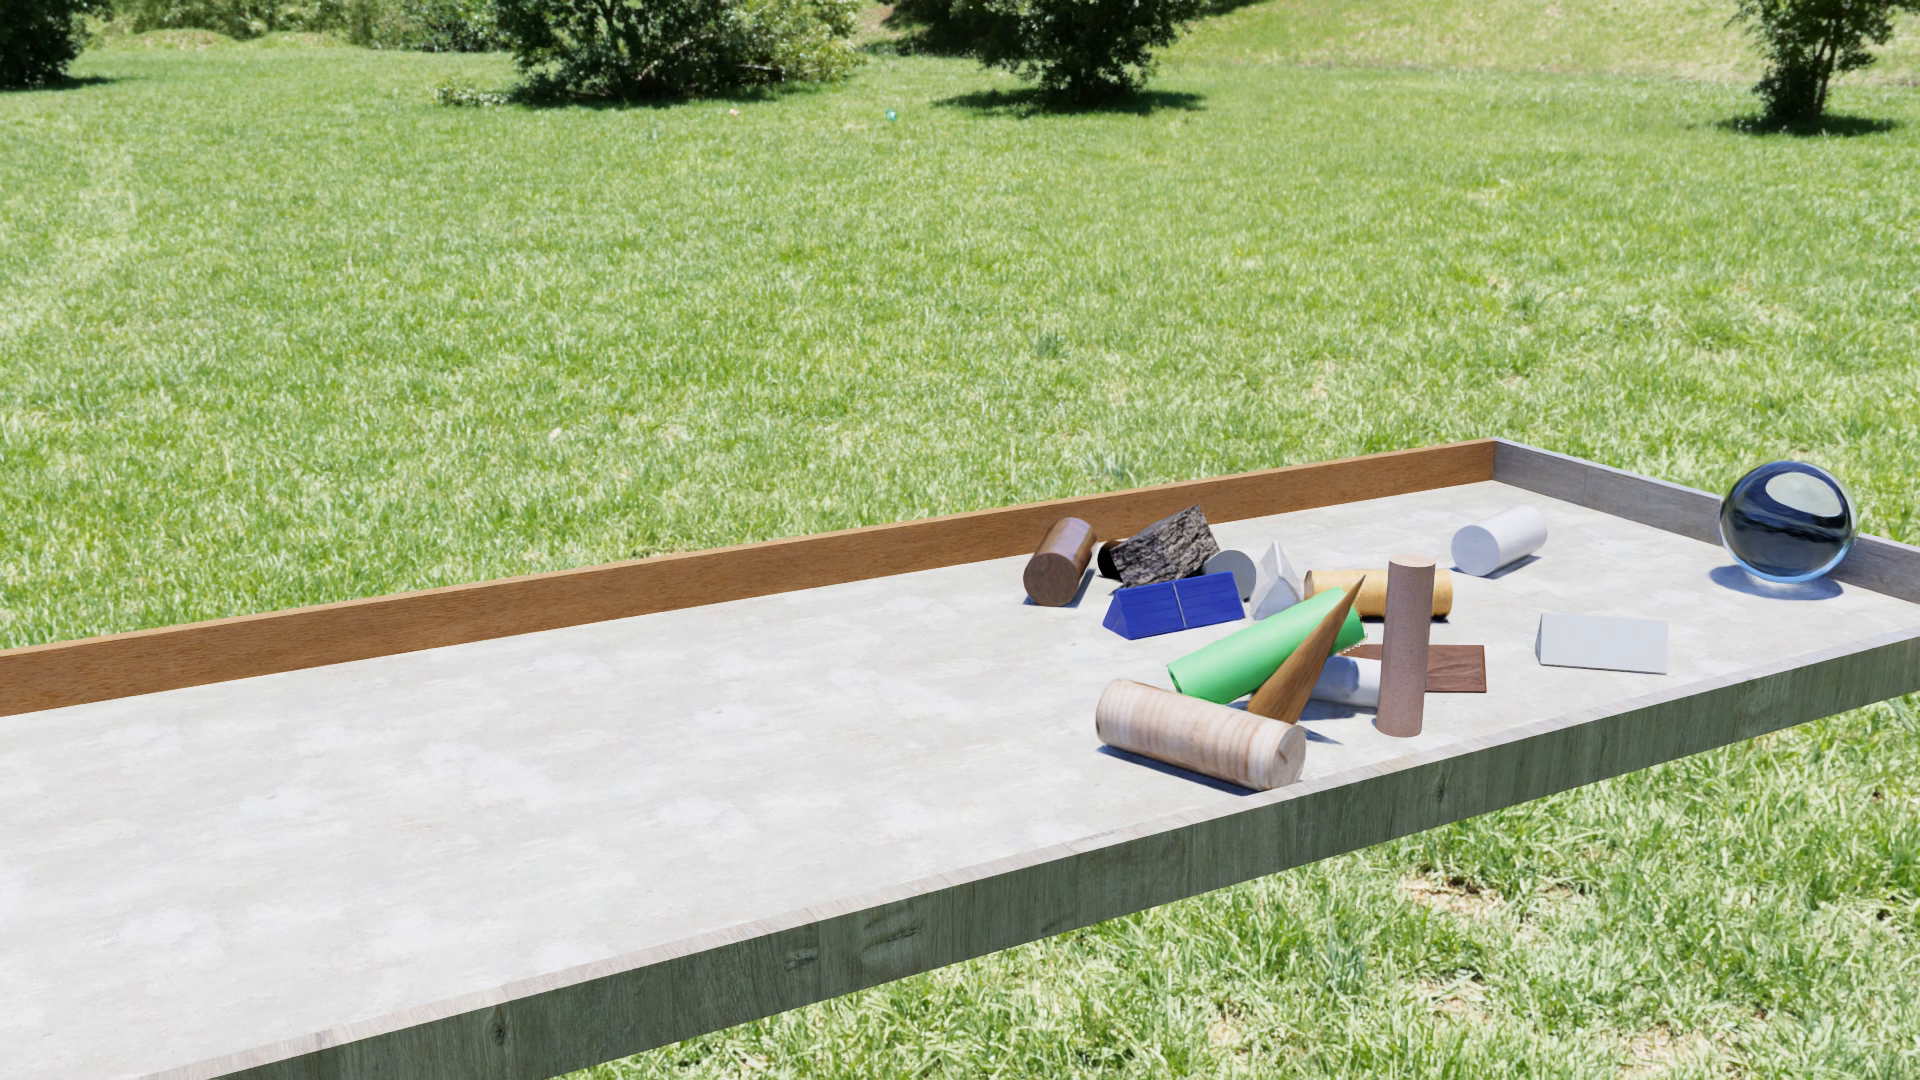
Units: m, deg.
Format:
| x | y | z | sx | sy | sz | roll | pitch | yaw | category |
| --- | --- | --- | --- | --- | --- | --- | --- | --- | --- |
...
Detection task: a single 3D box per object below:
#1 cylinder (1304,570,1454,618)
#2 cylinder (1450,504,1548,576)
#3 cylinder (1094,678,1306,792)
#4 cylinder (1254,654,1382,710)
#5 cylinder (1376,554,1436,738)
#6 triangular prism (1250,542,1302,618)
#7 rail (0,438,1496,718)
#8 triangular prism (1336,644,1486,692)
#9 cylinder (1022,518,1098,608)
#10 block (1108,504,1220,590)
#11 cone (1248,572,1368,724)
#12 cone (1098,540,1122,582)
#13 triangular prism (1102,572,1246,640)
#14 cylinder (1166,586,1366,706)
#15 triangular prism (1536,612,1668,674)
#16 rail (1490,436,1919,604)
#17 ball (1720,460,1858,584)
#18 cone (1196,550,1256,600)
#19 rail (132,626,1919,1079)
| x | y | z | sx | sy | sz | roll | pitch | yaw | category |
| --- | --- | --- | --- | --- | --- | --- | --- | --- | --- |
| 1.167 | 0.149 | 4.609 | 0.383 | 0.134 | 0.134 | 0 | 16 | 0 | cylinder |
| 1.662 | -0.001 | 5.077 | 0.158 | 0.158 | 0.325 | 15 | 22 | 41 | cylinder |
| 0.524 | 0.428 | 3.623 | 0.445 | 0.155 | 0.155 | 13 | 21 | 37 | cylinder |
| 0.889 | 0.335 | 4.008 | 0.345 | 0.117 | 0.117 | 6 | 18 | 21 | cylinder |
| 1.025 | 0.244 | 3.794 | 0.103 | 0.413 | 0.103 | 0 | 16 | 0 | cylinder |
| 0.911 | 0.111 | 4.735 | 0.149 | 0.129 | 0.346 | 2 | 16 | 8 | triangular prism |
| -3.305 | 0.497 | 3.399 | 12.000 | 0.150 | 0.050 | -9 | 18 | -27 | rail |
| 1.122 | 0.308 | 4.114 | 0.358 | 0.103 | 0.118 | 0 | 17 | 2 | triangular prism |
| 0.299 | 0.061 | 4.860 | 0.161 | 0.161 | 0.384 | 4 | 17 | 12 | cylinder |
| 0.607 | 0.032 | 4.865 | 0.157 | 0.157 | 0.350 | -25 | 1 | 33 | block |
| 0.810 | 0.237 | 3.729 | 0.122 | 0.460 | 0.122 | 17 | 35 | -12 | cone |
| 0.600 | 0.047 | 5.088 | 0.123 | 0.123 | 0.427 | 14 | 13 | 39 | cone |
| 0.594 | 0.169 | 4.559 | 0.386 | 0.118 | 0.137 | -9 | 18 | -27 | triangular prism |
| 0.721 | 0.266 | 3.898 | 0.445 | 0.143 | 0.143 | -25 | 18 | 0 | cylinder |
| 1.660 | 0.254 | 4.265 | 0.306 | 0.121 | 0.140 | 4 | 17 | 12 | triangular prism |
| 2.466 | -0.048 | 5.253 | 0.050 | 0.150 | 2.100 | -9 | 18 | -27 | rail |
| 2.438 | -0.054 | 4.859 | 0.366 | 0.366 | 0.366 | 0 | 16 | 0 | ball |
| 0.749 | 0.097 | 4.891 | 0.155 | 0.155 | 0.331 | -3 | 3 | -10 | cone |
| -2.336 | 1.006 | 1.665 | 12.000 | 0.150 | 0.050 | -9 | 18 | -27 | rail |
